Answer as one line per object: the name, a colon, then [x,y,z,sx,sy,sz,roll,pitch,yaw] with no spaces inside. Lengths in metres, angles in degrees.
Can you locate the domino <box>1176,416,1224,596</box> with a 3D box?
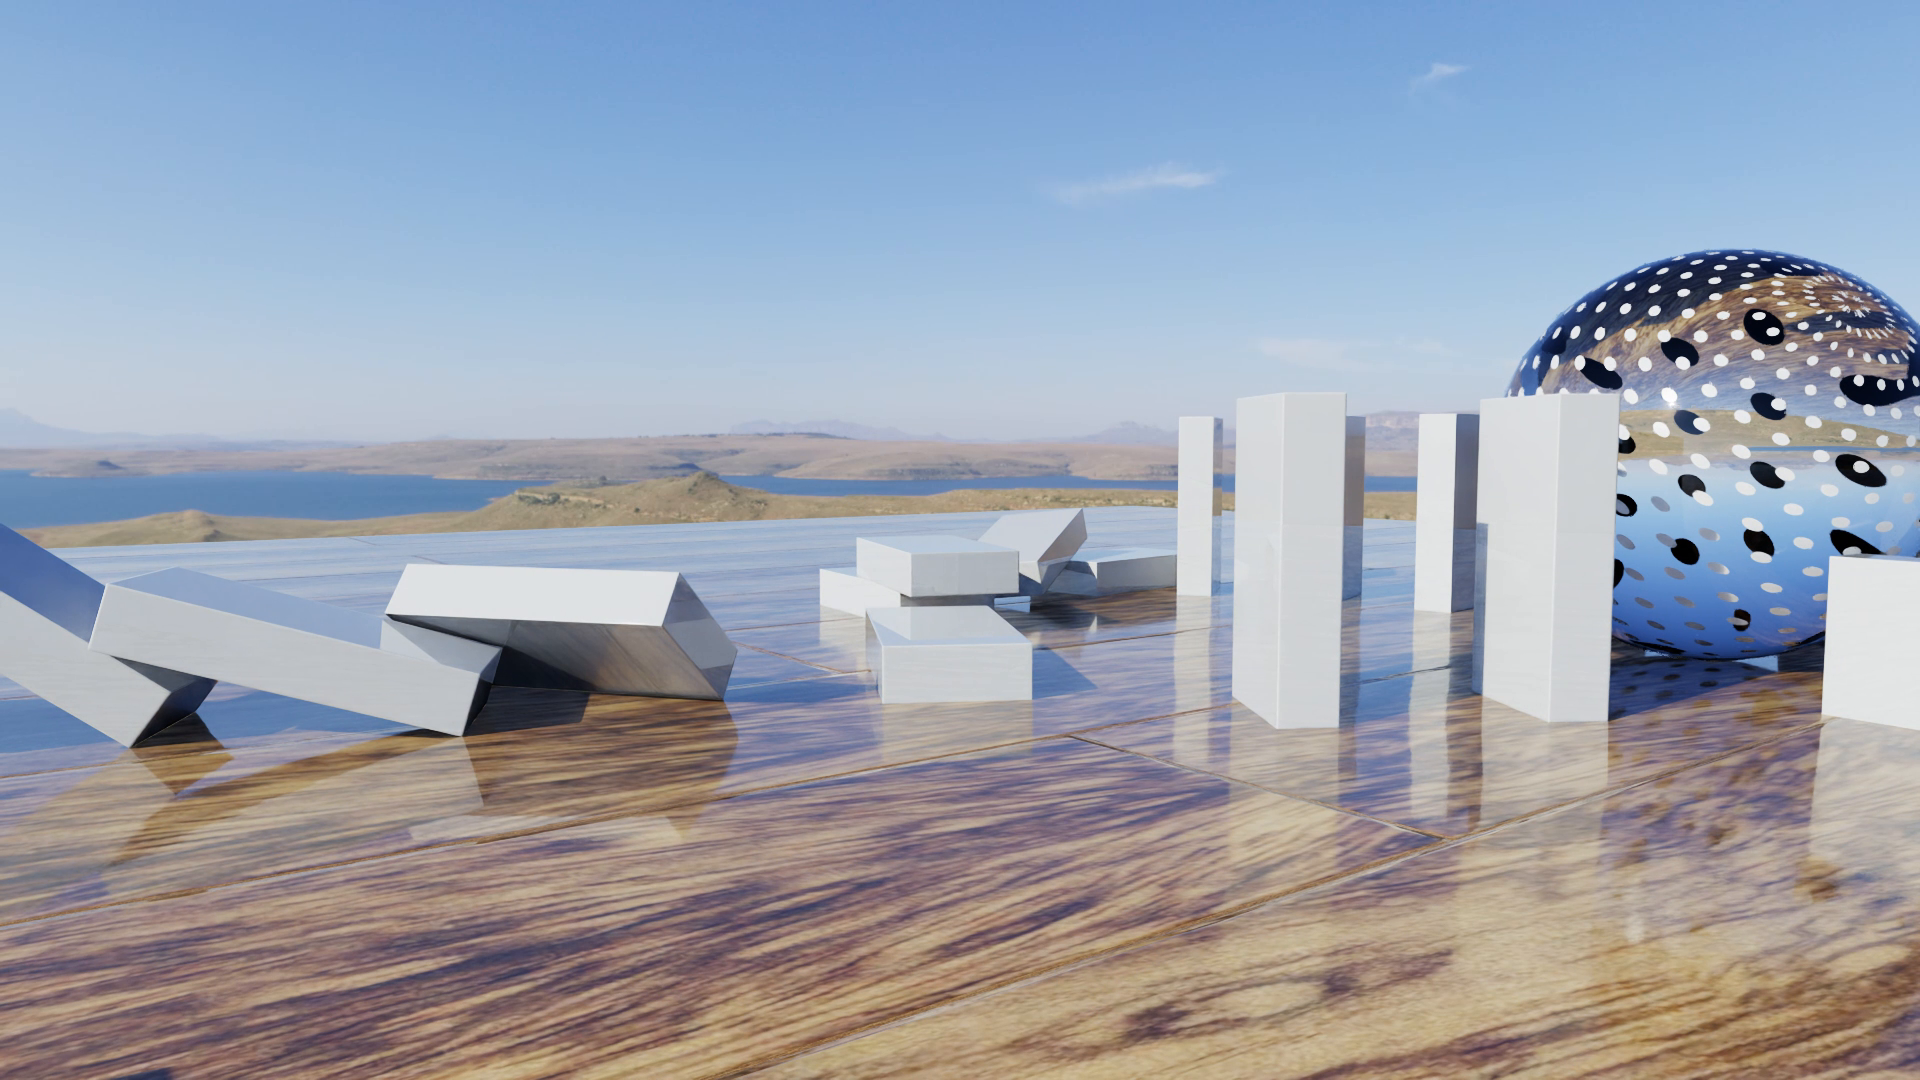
domino: [0.069,-0.010,0.369,0.009,0.050,0.025,1,4,17]

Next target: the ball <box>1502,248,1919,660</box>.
ball: [0.147,-0.016,0.252,0.080,0.080,0.080,0,4,0]

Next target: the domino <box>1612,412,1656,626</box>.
domino: [0.153,-0.005,0.305,0.025,0.050,0.009,-3,5,-32]

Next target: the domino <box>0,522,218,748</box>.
domino: [-0.136,0.010,0.186,0.050,0.009,0.025,36,-4,-13]

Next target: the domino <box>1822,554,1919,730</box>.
domino: [0.153,0.016,0.182,0.009,0.025,0.050,-3,5,-31]

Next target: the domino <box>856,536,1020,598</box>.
domino: [-0.006,0.006,0.304,0.025,0.010,0.050,-1,5,-18]

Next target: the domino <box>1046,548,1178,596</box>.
domino: [0.047,0.009,0.384,0.050,0.009,0.025,-4,6,-45]

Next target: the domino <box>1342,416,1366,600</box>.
domino: [0.103,-0.009,0.354,0.009,0.050,0.025,3,5,33]

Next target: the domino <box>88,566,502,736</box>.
domino: [-0.097,0.016,0.193,0.050,0.009,0.025,16,1,-13]

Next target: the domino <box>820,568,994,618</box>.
domino: [-0.014,0.014,0.324,0.025,0.009,0.050,-2,5,-28]

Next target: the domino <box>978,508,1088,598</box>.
domino: [0.018,0.003,0.364,0.025,0.009,0.050,-5,16,21]

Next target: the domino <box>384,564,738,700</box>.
domino: [-0.065,0.015,0.213,0.050,0.009,0.025,1,-33,16]

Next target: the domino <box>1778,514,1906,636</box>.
domino: [0.209,0.007,0.303,0.050,0.025,0.010,-3,5,-39]

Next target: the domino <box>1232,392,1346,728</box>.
domino: [0.051,0.002,0.203,0.009,0.050,0.025,0,4,-3]

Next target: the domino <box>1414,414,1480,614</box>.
domino: [0.129,-0.007,0.333,0.009,0.050,0.025,4,6,44]

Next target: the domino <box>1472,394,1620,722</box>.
domino: [0.094,0.002,0.207,0.009,0.050,0.025,0,4,-4]

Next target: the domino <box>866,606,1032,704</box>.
domino: [-0.004,0.020,0.236,0.025,0.010,0.050,-1,4,-7]
